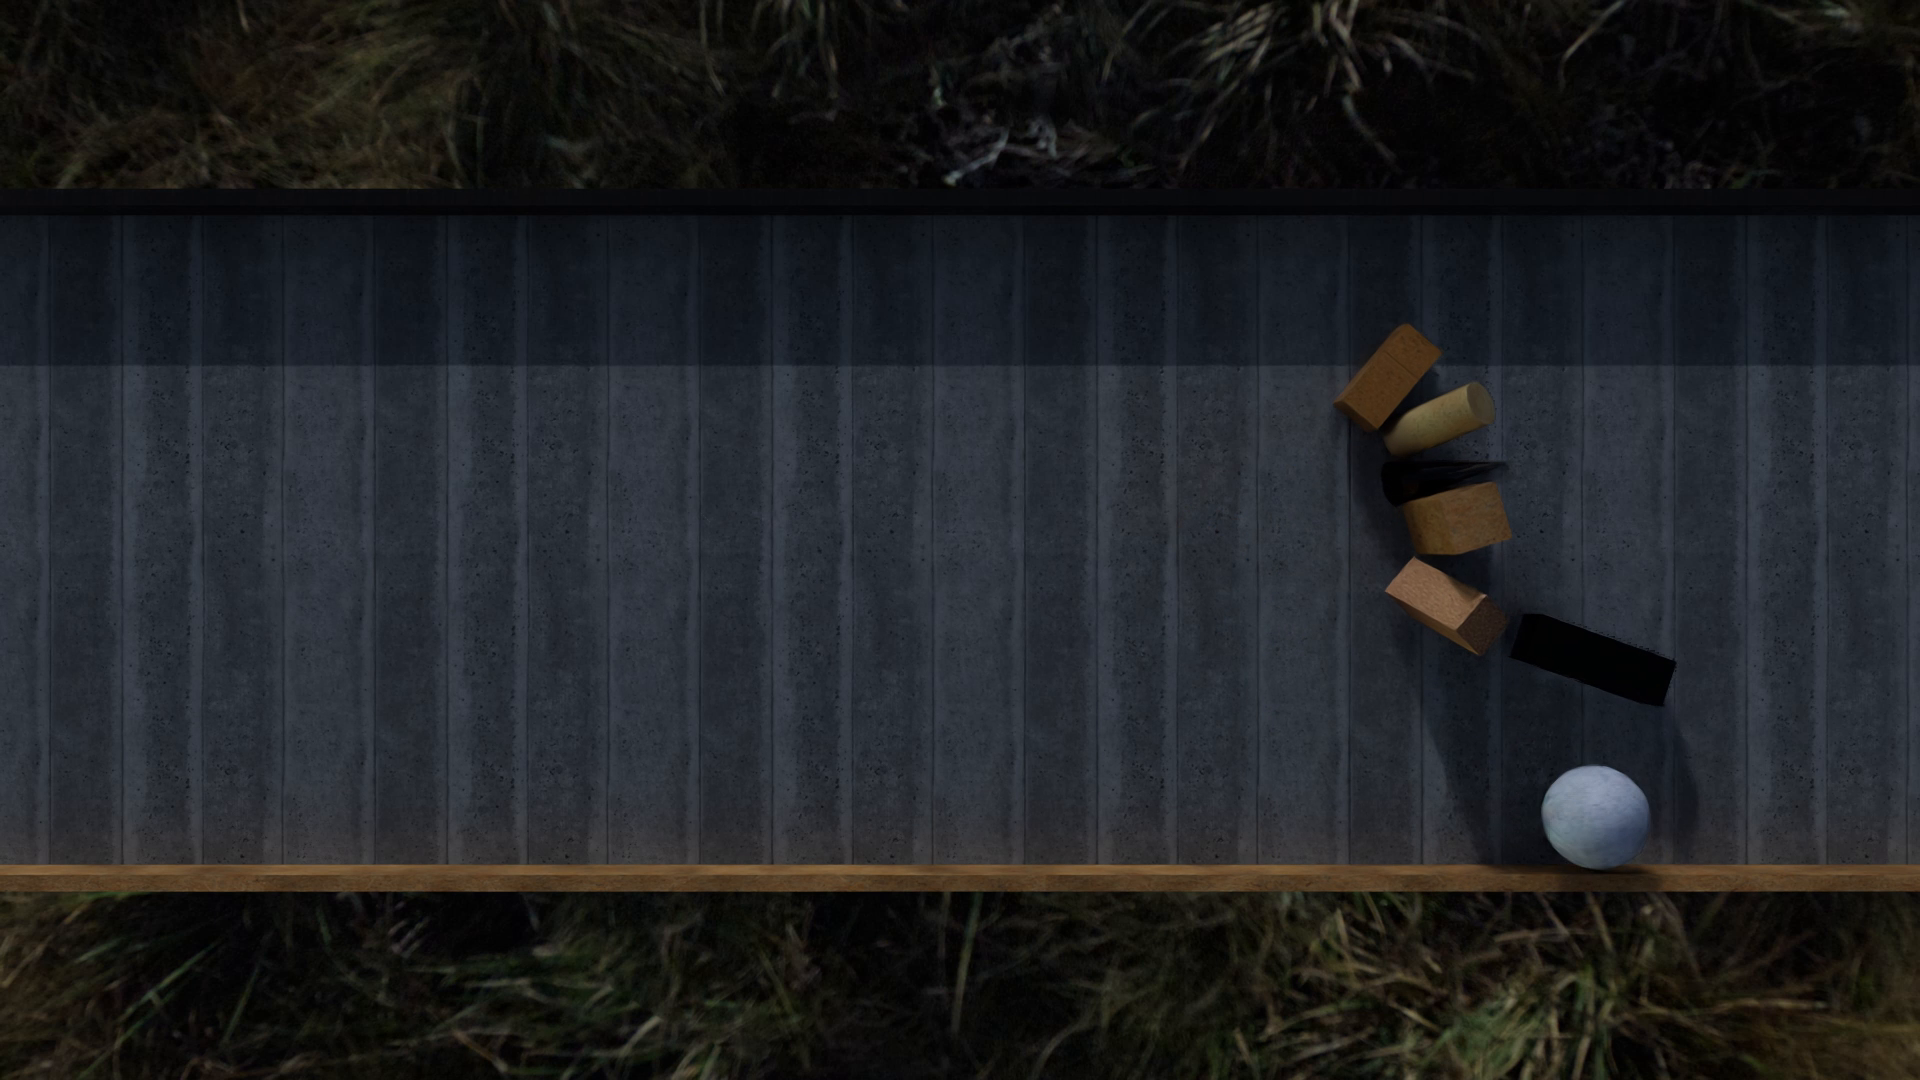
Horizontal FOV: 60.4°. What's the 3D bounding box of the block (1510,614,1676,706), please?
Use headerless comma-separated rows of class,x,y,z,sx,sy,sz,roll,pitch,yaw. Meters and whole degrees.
block,1.918,0.362,5.003,0.431,0.141,0.141,19,87,0

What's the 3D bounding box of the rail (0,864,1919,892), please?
rail,-2.247,1.025,5.001,12.000,0.150,0.050,0,90,0

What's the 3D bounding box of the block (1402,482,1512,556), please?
block,1.462,-0.061,4.877,0.167,0.396,0.167,-17,90,-1

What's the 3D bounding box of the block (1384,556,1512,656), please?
block,1.441,0.194,4.888,0.136,0.354,0.136,40,90,-27

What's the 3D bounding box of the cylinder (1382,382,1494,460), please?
cylinder,1.424,-0.353,4.922,0.134,0.303,0.134,18,60,-36

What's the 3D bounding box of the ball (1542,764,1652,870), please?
ball,1.874,0.816,4.860,0.304,0.304,0.304,0,90,0

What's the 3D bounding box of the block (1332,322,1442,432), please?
block,1.295,-0.491,5.007,0.138,0.138,0.302,40,90,0

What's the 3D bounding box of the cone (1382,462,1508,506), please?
cone,1.507,-0.207,5.043,0.402,0.136,0.136,-10,90,-10

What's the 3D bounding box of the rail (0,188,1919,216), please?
rail,-2.247,-1.025,5.002,12.000,0.150,0.050,0,90,0
